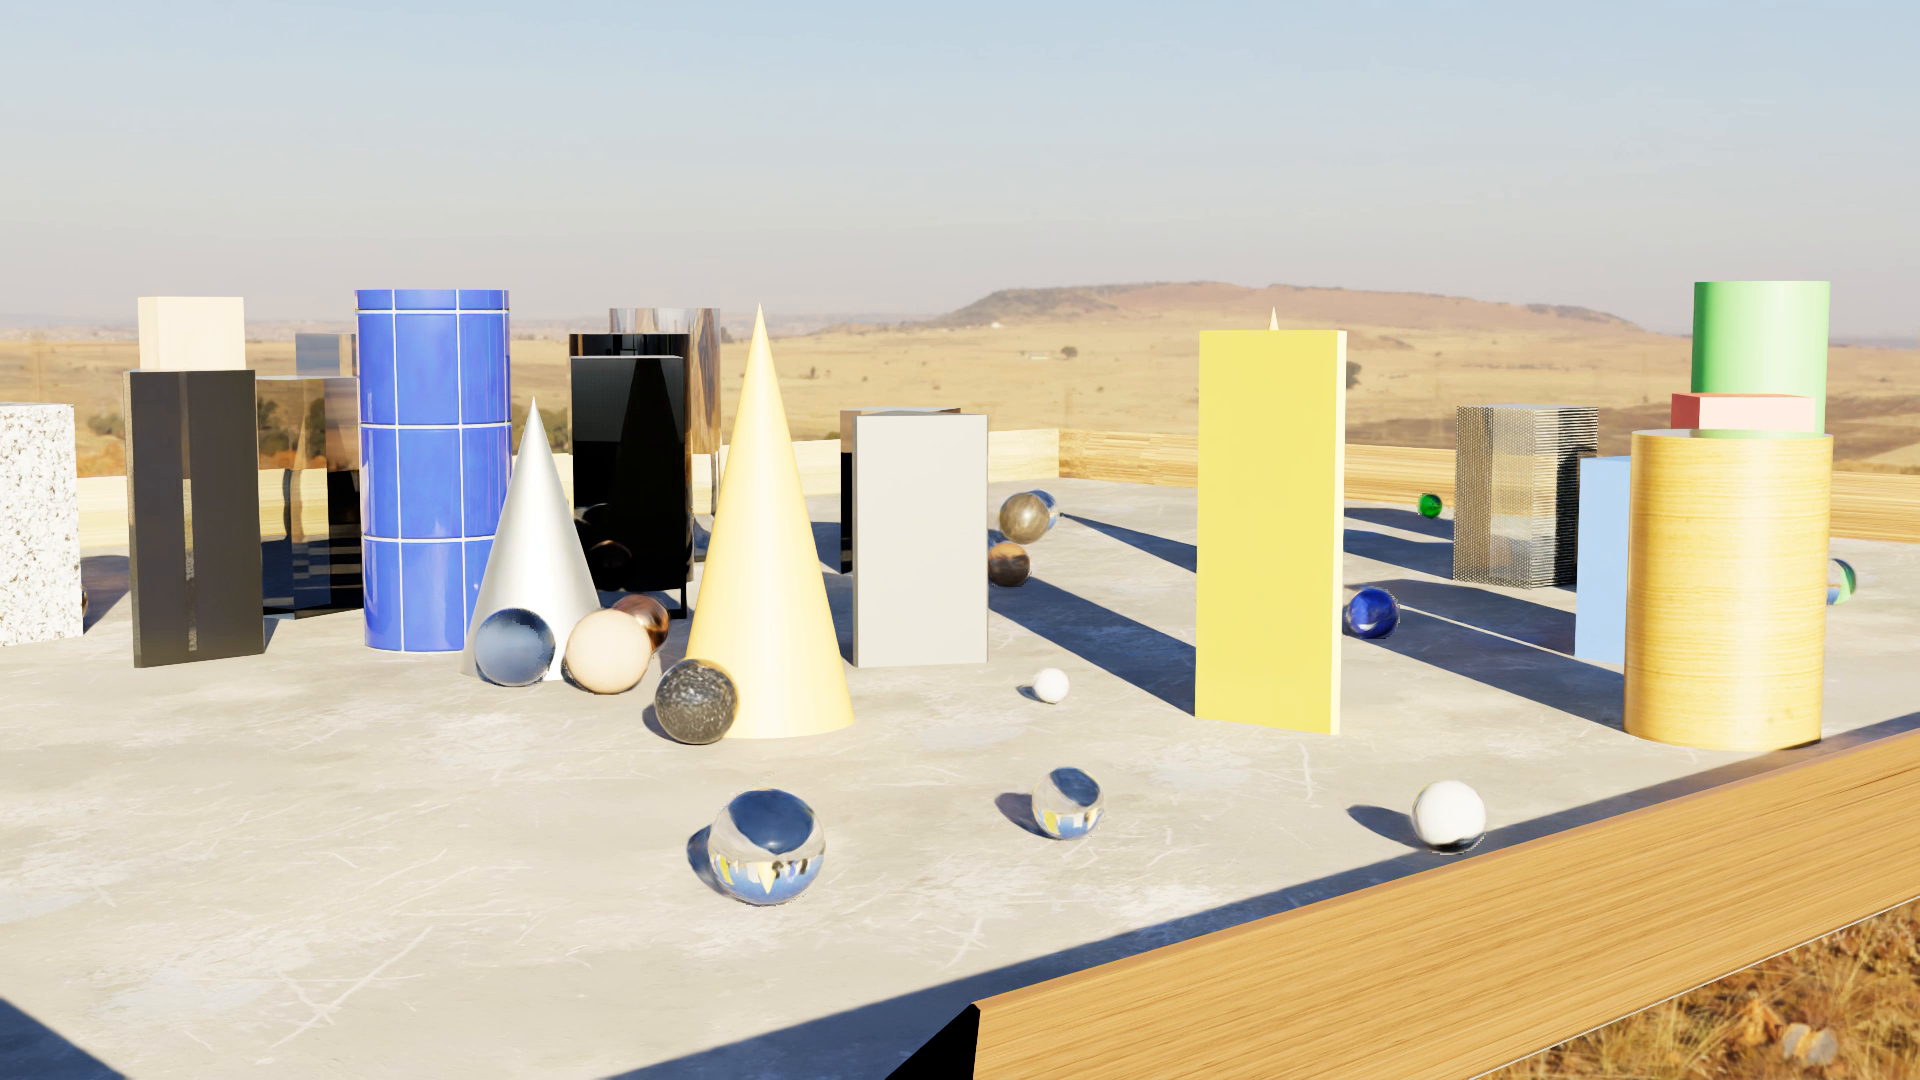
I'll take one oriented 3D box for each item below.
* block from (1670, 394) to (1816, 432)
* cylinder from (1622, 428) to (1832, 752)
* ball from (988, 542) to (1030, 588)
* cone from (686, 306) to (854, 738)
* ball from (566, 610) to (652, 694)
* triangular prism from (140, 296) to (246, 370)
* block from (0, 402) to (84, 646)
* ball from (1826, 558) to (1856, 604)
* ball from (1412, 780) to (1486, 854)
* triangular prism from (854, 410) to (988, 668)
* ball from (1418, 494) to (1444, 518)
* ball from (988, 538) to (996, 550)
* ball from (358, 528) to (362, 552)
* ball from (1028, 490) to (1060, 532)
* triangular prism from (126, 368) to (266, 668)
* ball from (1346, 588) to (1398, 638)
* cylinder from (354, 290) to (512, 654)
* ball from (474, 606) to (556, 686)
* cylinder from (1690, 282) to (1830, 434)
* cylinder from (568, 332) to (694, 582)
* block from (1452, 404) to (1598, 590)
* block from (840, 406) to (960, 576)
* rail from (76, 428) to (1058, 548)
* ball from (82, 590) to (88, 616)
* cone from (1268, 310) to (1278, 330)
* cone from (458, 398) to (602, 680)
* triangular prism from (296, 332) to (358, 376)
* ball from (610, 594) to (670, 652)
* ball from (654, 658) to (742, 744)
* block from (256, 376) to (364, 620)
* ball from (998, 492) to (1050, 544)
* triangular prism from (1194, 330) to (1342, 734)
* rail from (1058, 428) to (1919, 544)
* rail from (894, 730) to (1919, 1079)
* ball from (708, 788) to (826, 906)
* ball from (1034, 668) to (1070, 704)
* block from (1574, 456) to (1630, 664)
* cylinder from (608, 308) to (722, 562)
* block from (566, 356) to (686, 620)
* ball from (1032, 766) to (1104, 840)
[{"bbox_3d":[1.139,-0.050,3.221,0.160,0.322,0.160,0,6,4],"label":"block"},{"bbox_3d":[0.806,0.047,2.315,0.200,0.317,0.200,0,6,0],"label":"cylinder"},{"bbox_3d":[0.076,0.039,3.555,0.075,0.075,0.075,0,6,0],"label":"ball"},{"bbox_3d":[-0.214,-0.029,2.376,0.200,0.454,0.200,0,6,0],"label":"cone"},{"bbox_3d":[-0.410,0.130,2.565,0.099,0.099,0.099,0,6,0],"label":"ball"},{"bbox_3d":[-1.270,-0.172,3.686,0.150,0.467,0.173,-4,7,-31],"label":"triangular prism"},{"bbox_3d":[-1.318,-0.025,2.991,0.160,0.318,0.160,4,7,35],"label":"block"},{"bbox_3d":[1.326,0.063,3.346,0.071,0.071,0.071,0,6,0],"label":"ball"},{"bbox_3d":[0.403,0.228,1.812,0.060,0.060,0.060,0,6,0],"label":"ball"},{"bbox_3d":[-0.066,-0.006,2.835,0.173,0.314,0.150,-1,6,-14],"label":"triangular prism"},{"bbox_3d":[1.017,-0.073,4.746,0.052,0.052,0.052,0,6,0],"label":"ball"},{"bbox_3d":[0.041,0.020,3.839,0.054,0.054,0.054,0,6,0],"label":"ball"},{"bbox_3d":[-1.031,0.000,3.911,0.080,0.080,0.080,0,6,0],"label":"ball"},{"bbox_3d":[0.154,-0.057,4.412,0.089,0.089,0.089,0,6,0],"label":"ball"},{"bbox_3d":[-1.021,-0.035,2.844,0.150,0.370,0.173,6,8,45],"label":"triangular prism"},{"bbox_3d":[0.563,0.100,3.000,0.069,0.069,0.069,0,6,0],"label":"ball"},{"bbox_3d":[-0.700,-0.097,2.942,0.200,0.472,0.200,0,6,0],"label":"cylinder"},{"bbox_3d":[-0.529,0.127,2.615,0.095,0.095,0.095,0,6,0],"label":"ball"},{"bbox_3d":[1.253,-0.160,3.462,0.200,0.490,0.200,0,6,0],"label":"cylinder"},{"bbox_3d":[-0.542,-0.136,3.630,0.200,0.408,0.200,0,6,0],"label":"cylinder"},{"bbox_3d":[0.929,-0.075,3.618,0.160,0.289,0.160,-4,7,-37],"label":"block"},{"bbox_3d":[-0.100,-0.085,3.764,0.160,0.278,0.160,2,6,19],"label":"block"},{"bbox_3d":[-1.153,-0.096,4.575,3.903,0.130,0.045,-5,8,-42],"label":"rail"},{"bbox_3d":[-1.271,0.089,3.111,0.068,0.068,0.068,0,6,0],"label":"ball"},{"bbox_3d":[0.516,-0.159,3.637,0.200,0.453,0.200,0,6,0],"label":"cone"},{"bbox_3d":[-0.528,-0.009,2.741,0.200,0.340,0.200,0,6,0],"label":"cone"},{"bbox_3d":[-1.091,-0.174,4.009,0.173,0.405,0.150,6,8,43],"label":"triangular prism"},{"bbox_3d":[-0.417,0.110,2.847,0.081,0.081,0.081,0,6,0],"label":"ball"},{"bbox_3d":[-0.270,0.166,2.266,0.089,0.089,0.089,0,6,0],"label":"ball"},{"bbox_3d":[-0.995,-0.068,3.269,0.160,0.347,0.160,3,7,28],"label":"block"},{"bbox_3d":[0.123,-0.041,4.206,0.100,0.100,0.100,0,6,0],"label":"ball"},{"bbox_3d":[0.373,-0.017,2.408,0.173,0.423,0.150,5,7,37],"label":"triangular prism"},{"bbox_3d":[1.417,-0.102,4.632,0.045,0.130,3.449,-5,8,-42],"label":"rail"},{"bbox_3d":[1.153,0.163,2.088,3.903,0.130,0.045,-5,8,-42],"label":"rail"},{"bbox_3d":[-0.145,0.230,1.655,0.088,0.088,0.088,0,6,0],"label":"ball"},{"bbox_3d":[0.104,0.166,2.506,0.040,0.040,0.040,0,6,0],"label":"ball"},{"bbox_3d":[0.906,0.025,2.810,0.160,0.257,0.160,-4,7,-36],"label":"block"},{"bbox_3d":[-0.529,-0.191,3.959,0.200,0.450,0.200,0,6,0],"label":"cylinder"},{"bbox_3d":[-0.491,-0.080,3.235,0.160,0.378,0.160,-1,6,-12],"label":"block"},{"bbox_3d":[0.091,0.222,1.857,0.062,0.062,0.062,0,6,0],"label":"ball"}]
